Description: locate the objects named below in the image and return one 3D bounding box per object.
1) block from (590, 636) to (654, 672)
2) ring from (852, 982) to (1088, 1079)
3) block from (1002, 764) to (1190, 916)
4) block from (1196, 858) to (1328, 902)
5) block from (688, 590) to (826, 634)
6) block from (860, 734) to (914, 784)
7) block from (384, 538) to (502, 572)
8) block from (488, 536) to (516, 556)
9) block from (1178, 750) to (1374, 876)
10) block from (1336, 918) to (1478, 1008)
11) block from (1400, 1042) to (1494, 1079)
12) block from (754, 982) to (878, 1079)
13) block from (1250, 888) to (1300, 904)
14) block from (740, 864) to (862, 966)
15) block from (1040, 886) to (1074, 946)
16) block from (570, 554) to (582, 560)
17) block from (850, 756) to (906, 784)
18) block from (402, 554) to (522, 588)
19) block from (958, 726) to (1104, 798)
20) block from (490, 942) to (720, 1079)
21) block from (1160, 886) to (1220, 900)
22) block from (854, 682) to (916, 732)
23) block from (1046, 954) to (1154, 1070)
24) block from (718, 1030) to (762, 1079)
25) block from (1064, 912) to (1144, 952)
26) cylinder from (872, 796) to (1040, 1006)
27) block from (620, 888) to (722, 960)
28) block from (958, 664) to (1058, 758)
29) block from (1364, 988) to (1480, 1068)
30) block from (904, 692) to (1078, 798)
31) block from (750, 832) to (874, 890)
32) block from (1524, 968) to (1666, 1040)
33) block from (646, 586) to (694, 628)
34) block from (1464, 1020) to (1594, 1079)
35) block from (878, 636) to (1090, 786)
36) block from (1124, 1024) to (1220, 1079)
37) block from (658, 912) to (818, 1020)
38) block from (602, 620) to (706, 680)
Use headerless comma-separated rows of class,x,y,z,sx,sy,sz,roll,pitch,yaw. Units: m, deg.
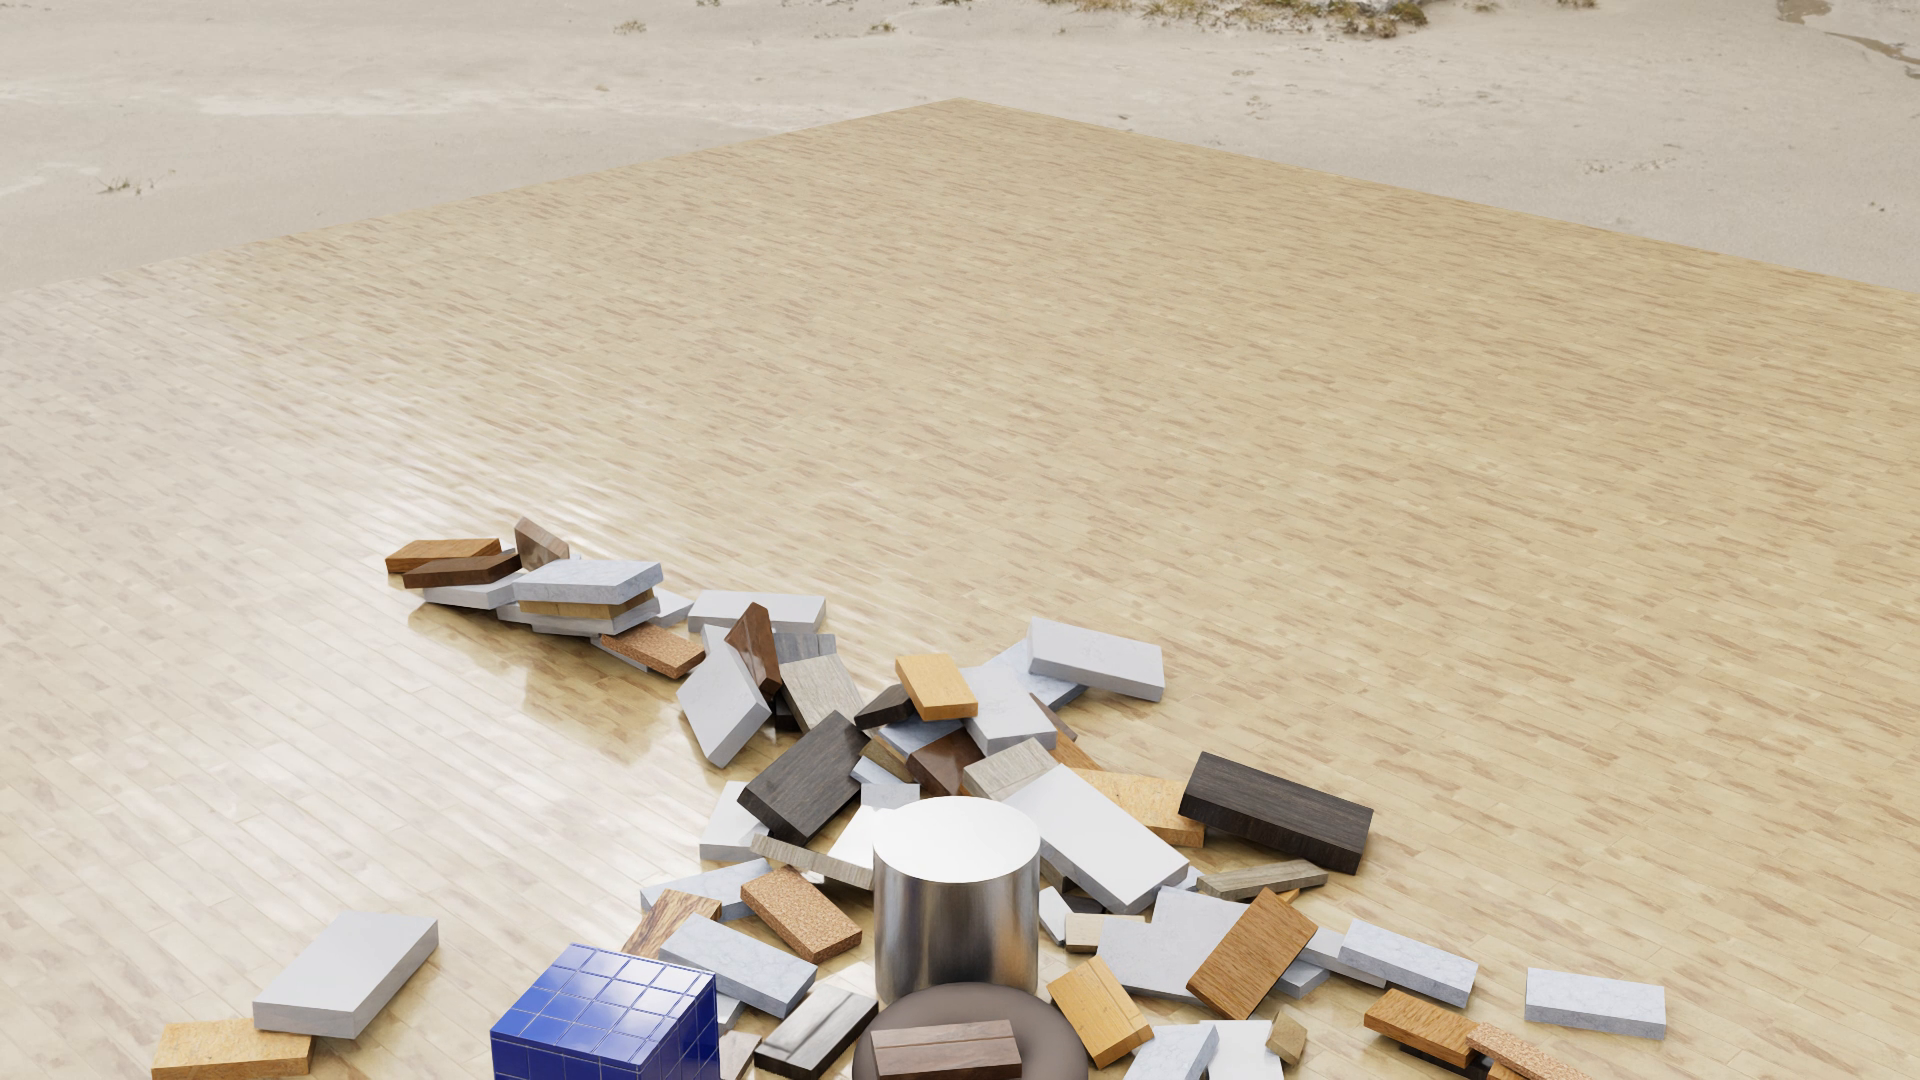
block,-0.756,0.245,5.145,0.109,0.031,0.219,-21,31,-40
ring,0.017,0.860,3.573,0.386,0.129,0.386,0,24,0
block,0.252,0.573,4.189,0.170,0.048,0.340,-28,49,-34
block,0.573,0.643,4.159,0.261,0.021,0.072,-4,17,-31
block,-0.486,0.178,5.286,0.305,0.043,0.153,3,23,7
block,-0.145,0.458,4.527,0.118,0.059,0.017,40,34,-3
block,-1.307,0.038,5.562,0.262,0.037,0.131,-1,20,24
block,-1.203,0.017,5.702,0.052,0.015,0.104,-20,30,-38
block,0.624,0.536,4.336,0.359,0.051,0.180,18,27,10
block,0.793,0.747,3.890,0.231,0.033,0.116,19,21,15
block,0.848,0.860,3.699,0.189,0.027,0.095,17,28,35
block,-0.242,0.839,3.743,0.112,0.032,0.224,12,26,25
block,0.578,0.664,4.175,0.117,0.017,0.058,15,27,31
block,-0.293,0.688,4.047,0.112,0.032,0.223,-19,40,-37
block,0.176,0.693,4.055,0.058,0.016,0.116,-19,46,-24
block,-0.988,0.063,5.556,0.052,0.015,0.104,-2,23,-4
block,-0.163,0.493,4.501,0.118,0.017,0.059,33,32,3
block,-1.218,0.077,5.380,0.262,0.037,0.131,-4,14,26
block,0.147,0.489,4.486,0.144,0.041,0.287,42,41,24
block,-0.552,0.834,3.466,0.256,0.256,0.256,8,24,18
block,0.433,0.677,4.091,0.117,0.059,0.017,10,55,23
block,-0.131,0.344,4.679,0.116,0.033,0.232,-17,7,21
block,0.238,0.806,3.767,0.109,0.031,0.219,-30,29,-7
block,-0.385,0.870,3.686,0.065,0.018,0.130,6,24,15
block,0.265,0.717,4.006,0.145,0.021,0.072,3,41,-2
cylinder,-0.006,0.649,3.860,0.291,0.291,0.291,0,23,0
block,-0.531,0.723,3.942,0.112,0.032,0.265,10,28,15
block,0.075,0.355,4.612,0.153,0.043,0.311,-5,25,-19
block,0.790,0.824,3.716,0.189,0.027,0.095,18,29,36
block,0.069,0.440,4.584,0.144,0.041,0.392,42,40,23
block,-0.260,0.613,4.160,0.250,0.035,0.125,15,-8,20
block,1.103,0.805,3.822,0.231,0.033,0.116,6,24,14
block,-0.765,0.153,5.358,0.232,0.033,0.116,18,29,36
block,1.164,0.960,3.399,0.850,0.016,0.058,25,33,37
block,0.061,0.365,4.763,0.170,0.048,0.594,36,37,21
block,0.336,0.873,3.608,0.112,0.032,0.224,-10,18,30
block,-0.390,0.746,3.861,0.250,0.035,0.125,20,27,15
block,-0.704,0.245,5.057,0.219,0.031,0.109,22,32,25
